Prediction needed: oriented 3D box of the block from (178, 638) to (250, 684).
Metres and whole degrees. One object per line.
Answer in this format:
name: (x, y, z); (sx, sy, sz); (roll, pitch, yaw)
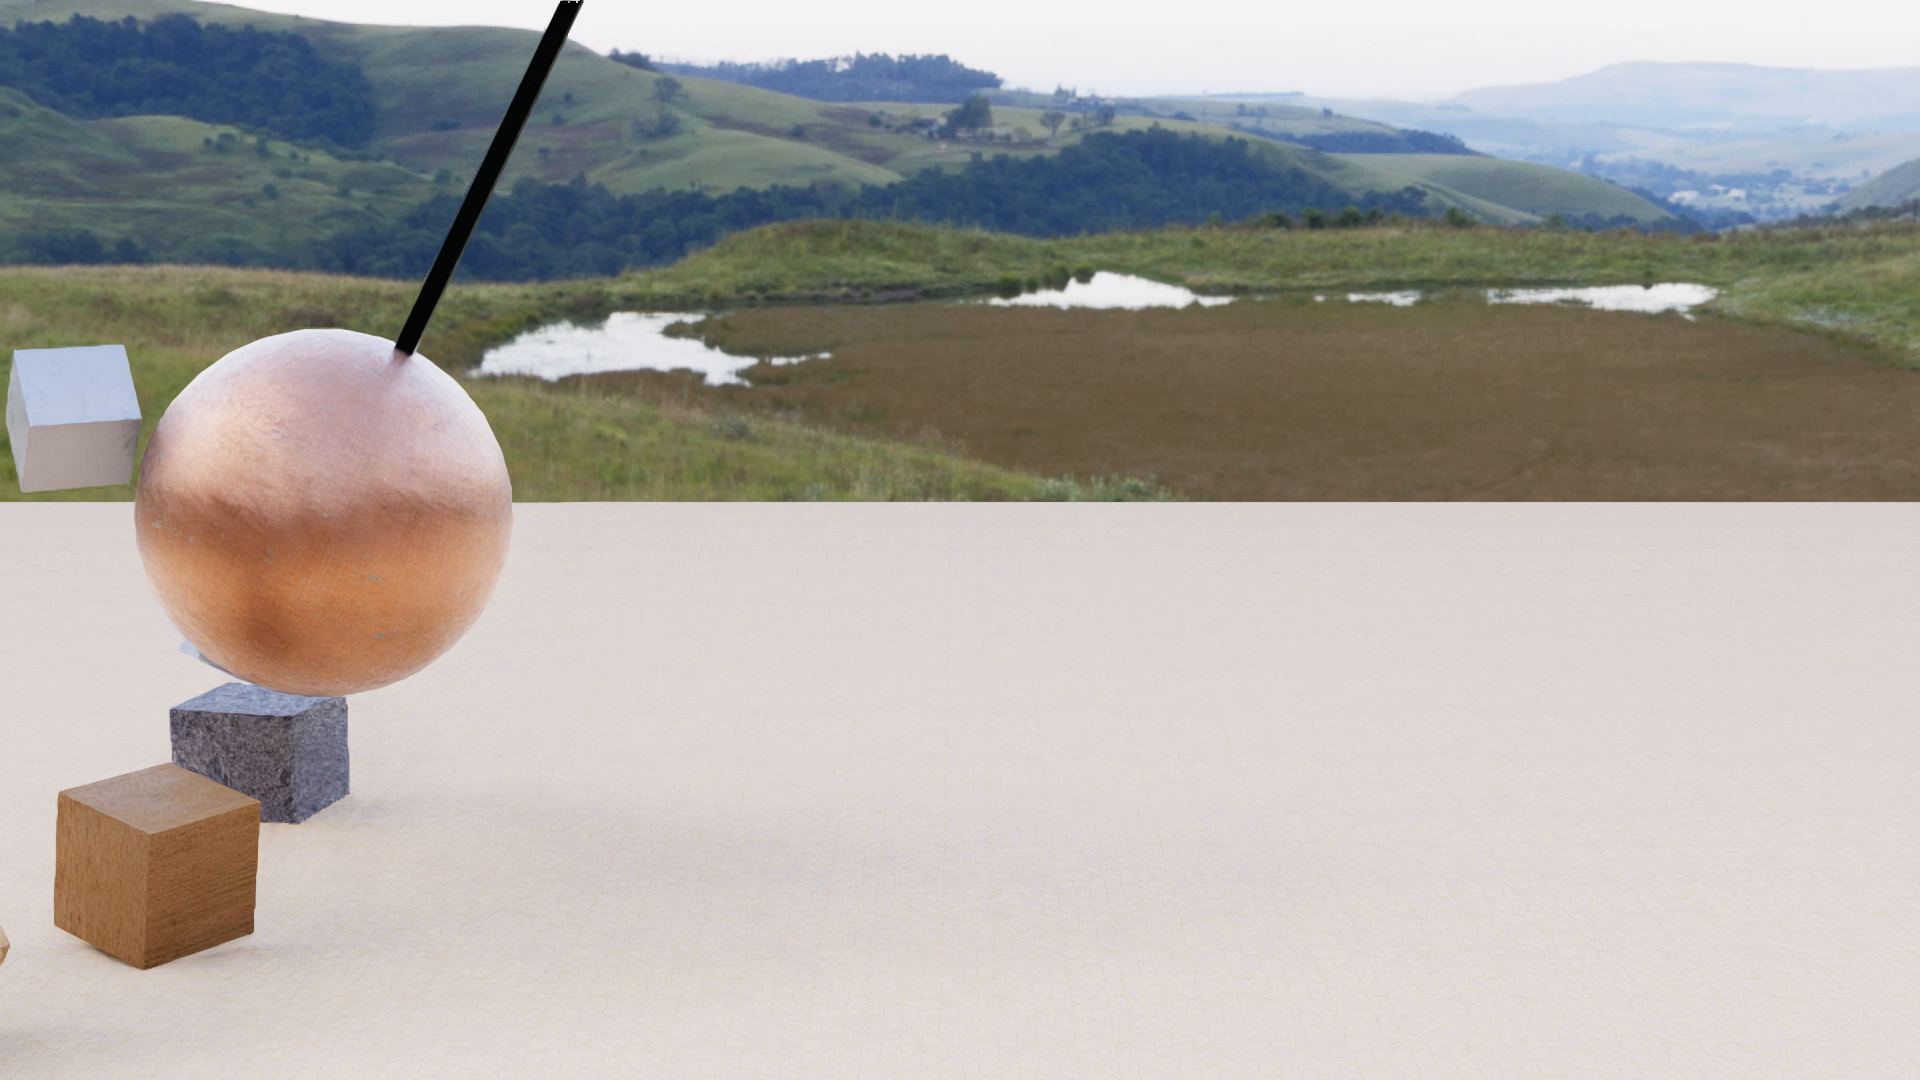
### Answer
block: (-3.813, 0.504, 13.621); (0.415, 0.430, 0.435); (30, -11, -28)

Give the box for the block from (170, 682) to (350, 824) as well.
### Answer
block: (-3.388, 1.028, 12.446); (0.642, 0.524, 0.551); (2, 11, 13)

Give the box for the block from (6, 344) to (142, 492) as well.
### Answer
block: (-3.813, -0.523, 11.024); (0.454, 0.403, 0.470); (-6, -32, -29)

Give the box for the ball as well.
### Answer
ball: (-2.754, -0.117, 11.159); (1.600, 1.600, 1.600); (0, 10, 0)

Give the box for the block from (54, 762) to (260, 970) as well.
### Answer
block: (-3.275, 1.320, 10.465); (0.563, 0.583, 0.555); (17, 18, 31)

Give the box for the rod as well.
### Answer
rod: (-1.193, -3.089, 10.619); (0.080, 5.200, 0.080); (27, 9, -5)

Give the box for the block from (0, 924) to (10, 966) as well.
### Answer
block: (-3.912, 1.410, 9.246); (0.627, 0.646, 0.547); (-19, -21, -41)
